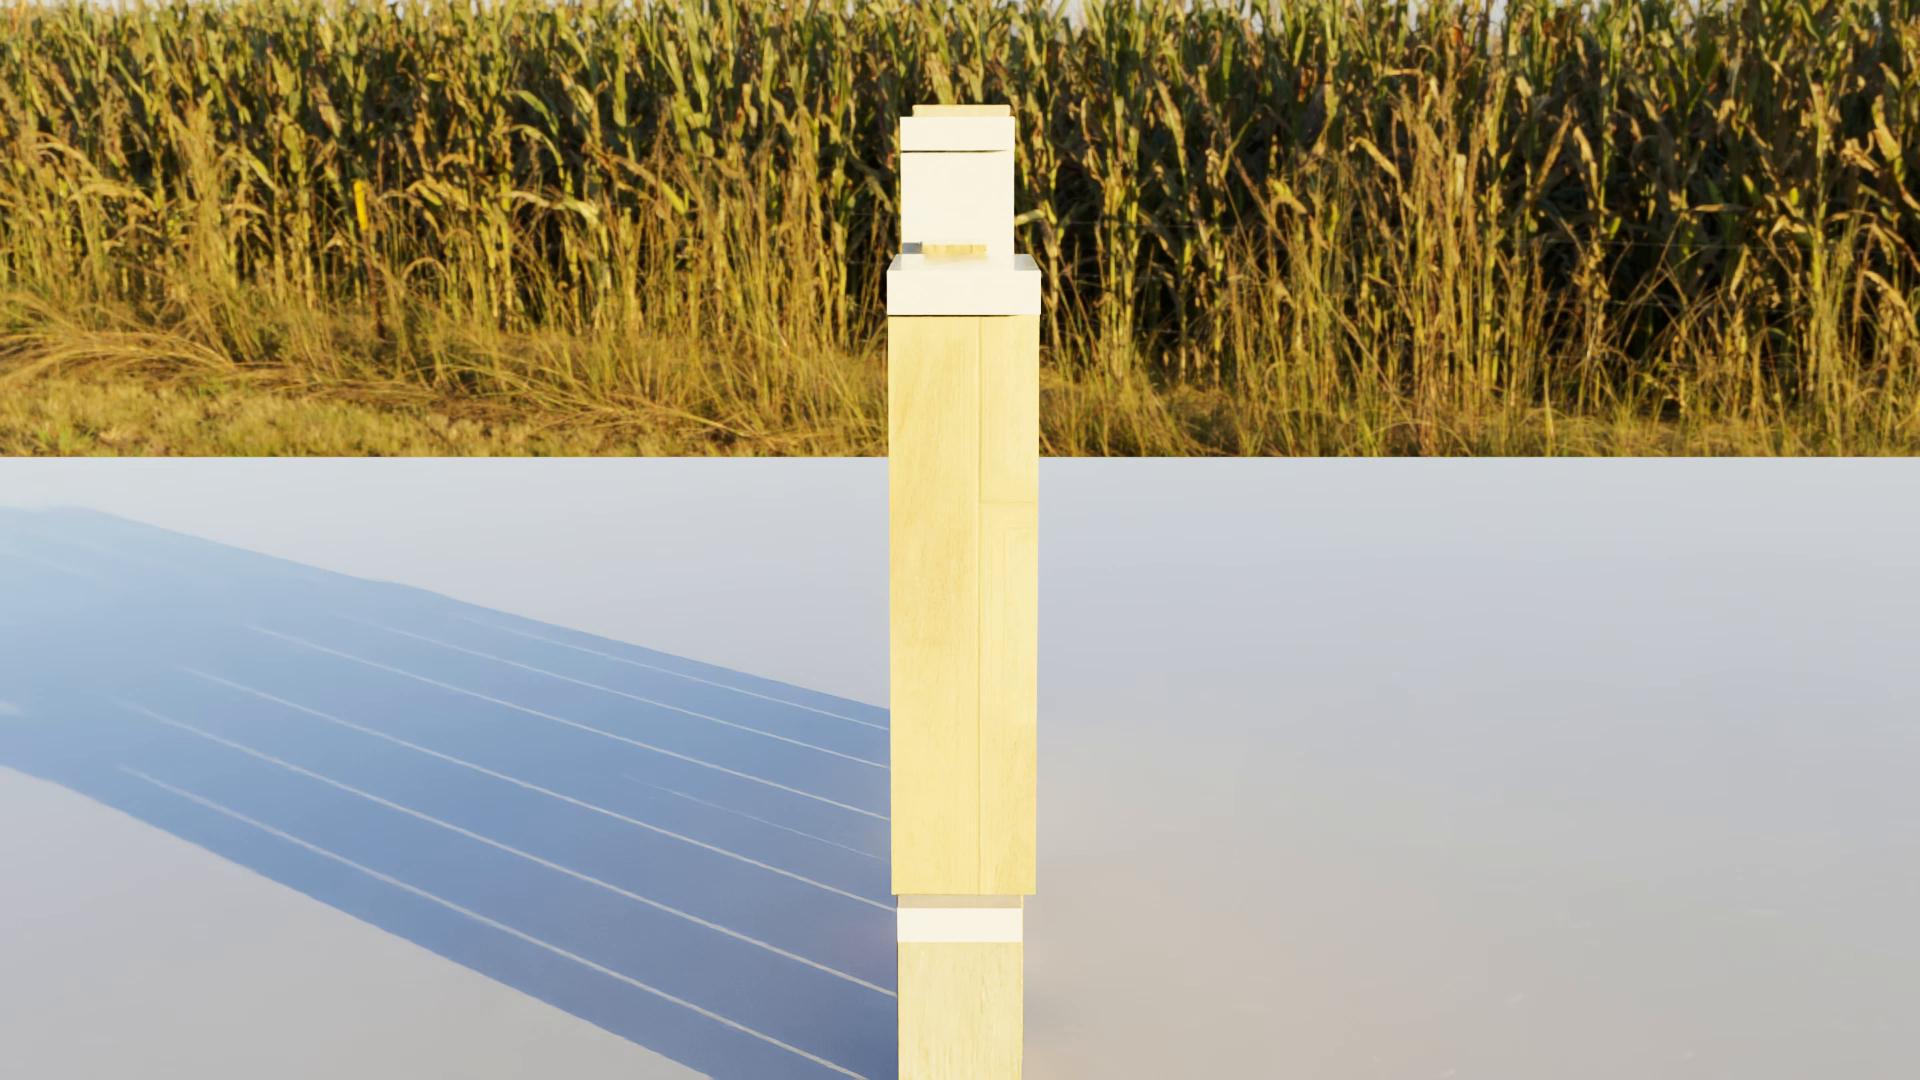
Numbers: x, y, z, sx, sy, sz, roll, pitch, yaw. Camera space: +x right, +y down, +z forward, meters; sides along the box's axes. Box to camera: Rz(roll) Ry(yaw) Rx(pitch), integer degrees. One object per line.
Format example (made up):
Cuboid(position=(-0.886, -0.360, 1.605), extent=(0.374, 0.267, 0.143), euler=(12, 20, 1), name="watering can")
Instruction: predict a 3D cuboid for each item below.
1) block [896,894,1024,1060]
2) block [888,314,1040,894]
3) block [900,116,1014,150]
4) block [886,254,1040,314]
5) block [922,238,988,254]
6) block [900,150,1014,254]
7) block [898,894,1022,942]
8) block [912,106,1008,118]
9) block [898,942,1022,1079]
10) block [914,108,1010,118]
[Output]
Cuboid(position=(0.000, 0.540, 3.006), extent=(0.171, 0.341, 0.048), euler=(0, 11, 0), name="block")
Cuboid(position=(0.004, 0.079, 2.631), extent=(0.175, 0.706, 0.049), euler=(0, 11, 0), name="block")
Cuboid(position=(-0.006, -0.581, 3.144), extent=(0.155, 0.044, 0.310), euler=(0, 10, -1), name="block")
Cuboid(position=(0.004, -0.314, 2.677), extent=(0.175, 0.049, 0.349), euler=(0, 11, 0), name="block")
Cuboid(position=(-0.006, -0.386, 2.928), extent=(0.084, 0.024, 0.167), euler=(0, 11, 1), name="block")
Cuboid(position=(-0.003, -0.388, 3.074), extent=(0.155, 0.311, 0.044), euler=(0, 10, 0), name="block")
Cuboid(position=(0.000, 0.433, 2.772), extent=(0.148, 0.042, 0.297), euler=(0, 11, 0), name="block")
Cuboid(position=(0.000, -0.772, 4.035), extent=(0.169, 0.048, 0.338), euler=(0, 11, 0), name="block")
Cuboid(position=(0.000, 0.618, 2.706), extent=(0.148, 0.297, 0.042), euler=(0, 11, 0), name="block")
Cuboid(position=(0.001, -0.707, 3.714), extent=(0.154, 0.044, 0.309), euler=(0, 11, -1), name="block")
